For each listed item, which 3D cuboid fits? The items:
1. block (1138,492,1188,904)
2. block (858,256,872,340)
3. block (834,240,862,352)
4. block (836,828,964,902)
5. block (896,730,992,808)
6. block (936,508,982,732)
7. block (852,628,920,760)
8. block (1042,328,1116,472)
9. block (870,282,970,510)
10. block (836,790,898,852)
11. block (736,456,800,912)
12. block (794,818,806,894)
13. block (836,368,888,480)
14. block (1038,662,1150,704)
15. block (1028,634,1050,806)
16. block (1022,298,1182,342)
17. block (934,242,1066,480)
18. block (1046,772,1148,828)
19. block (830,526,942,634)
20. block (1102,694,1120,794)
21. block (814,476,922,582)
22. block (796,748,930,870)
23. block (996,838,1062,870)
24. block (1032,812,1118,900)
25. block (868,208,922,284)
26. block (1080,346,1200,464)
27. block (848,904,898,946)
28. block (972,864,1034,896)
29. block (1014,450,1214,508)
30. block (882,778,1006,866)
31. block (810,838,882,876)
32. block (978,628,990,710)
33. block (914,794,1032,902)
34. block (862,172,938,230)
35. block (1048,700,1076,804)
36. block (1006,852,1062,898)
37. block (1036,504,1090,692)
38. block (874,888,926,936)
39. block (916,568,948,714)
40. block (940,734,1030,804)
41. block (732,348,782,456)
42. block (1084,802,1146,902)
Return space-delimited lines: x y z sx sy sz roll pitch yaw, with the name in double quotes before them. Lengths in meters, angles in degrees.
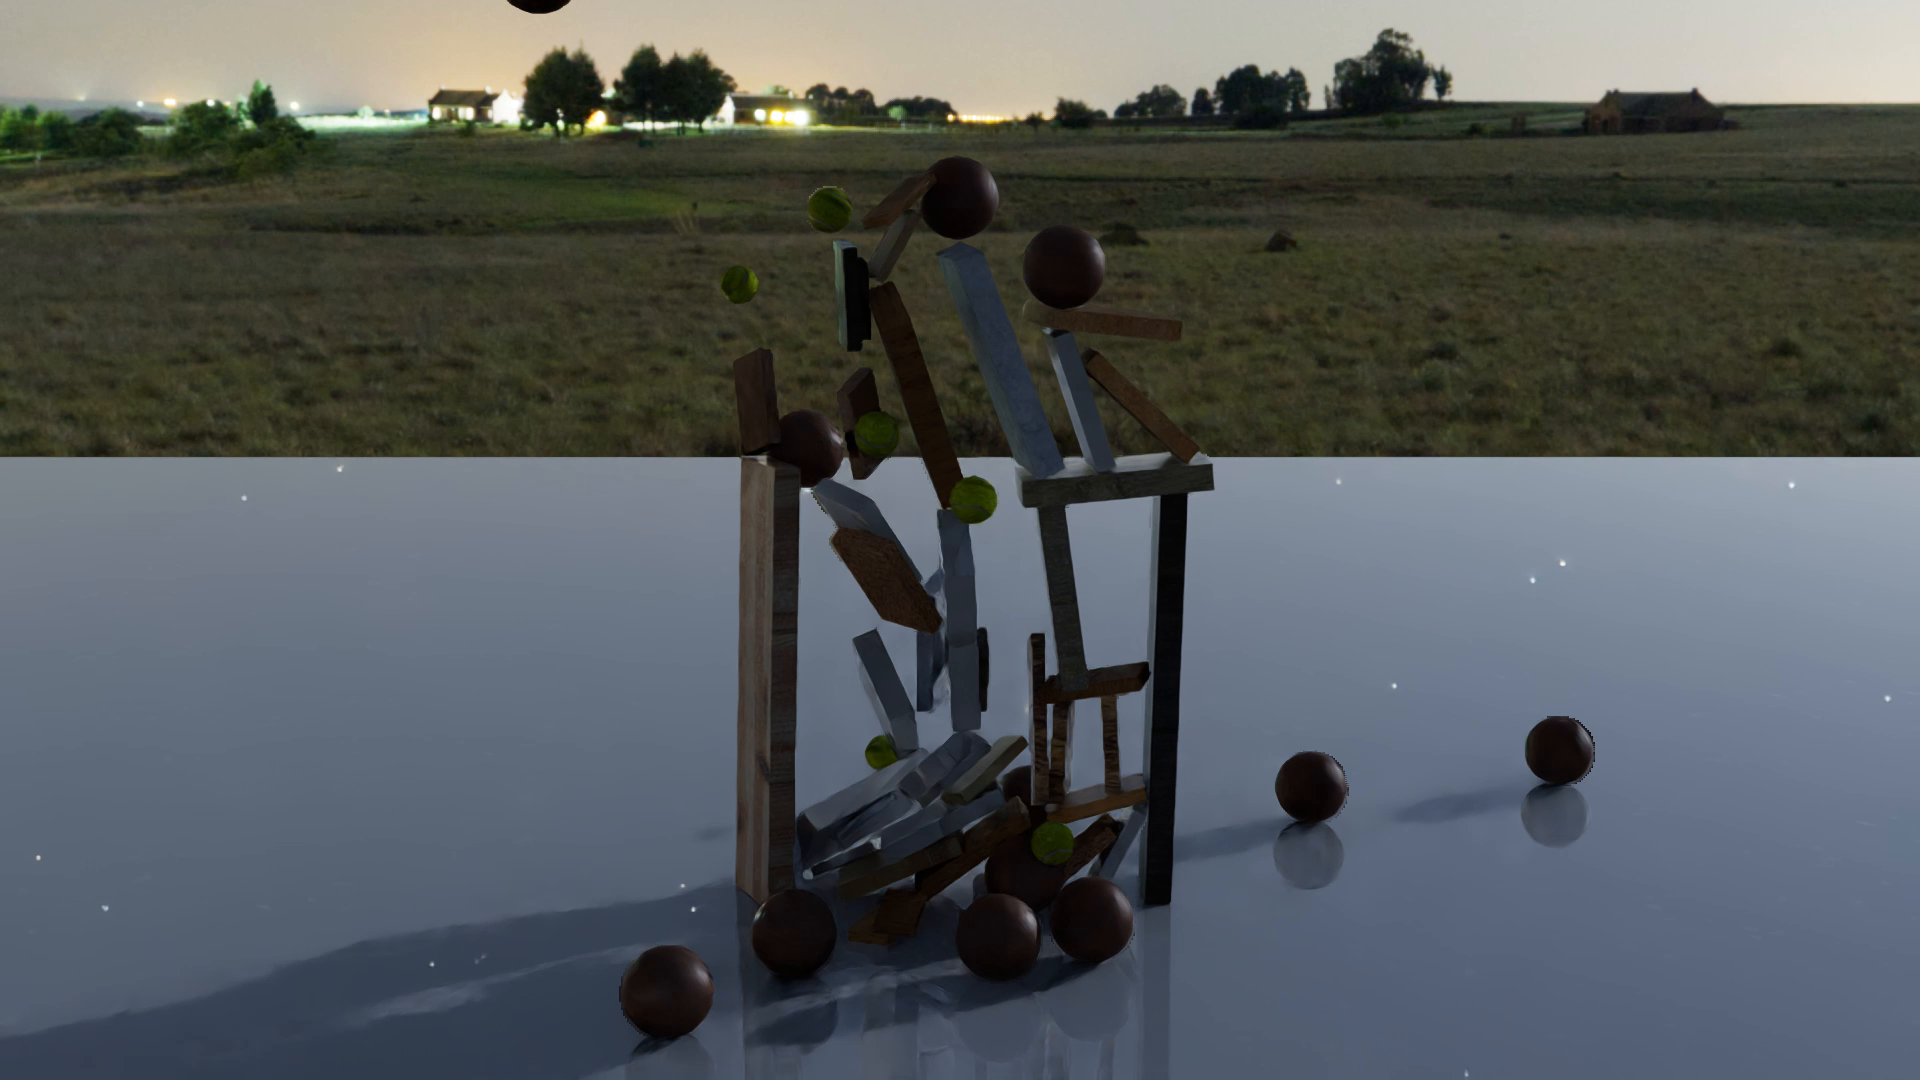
"block" 0.334 0.248 3.629 0.043 0.686 0.151 1 11 0
"block" -0.154 -0.375 3.411 0.017 0.121 0.060 -6 16 -11
"block" -0.174 -0.379 3.401 0.023 0.159 0.080 -6 18 -12
"block" -0.098 0.533 3.663 0.215 0.030 0.108 -23 9 5
"block" -0.027 0.376 3.648 0.152 0.022 0.076 -40 30 -14
"block" -0.001 0.129 3.500 0.046 0.326 0.163 -4 39 -2
"block" -0.123 0.270 3.754 0.044 0.154 0.308 -24 -18 -7
"block" 0.189 -0.226 3.497 0.032 0.227 0.113 -20 14 -3
"block" -0.066 -0.226 3.445 0.046 0.326 0.163 -20 31 -2
"block" -0.158 0.478 3.736 0.122 0.017 0.061 -36 -20 -18
"block" -0.316 0.233 3.597 0.044 0.727 0.154 -3 11 -25
"block" -0.288 0.524 3.663 0.017 0.121 0.061 -9 3 -35
"block" -0.154 -0.184 3.486 0.023 0.159 0.080 9 38 26
"block" 0.220 0.234 3.594 0.168 0.024 0.084 -10 11 19
"block" 0.129 0.299 3.652 0.022 0.278 0.076 0 -12 -4
"block" 0.226 -0.350 3.500 0.227 0.032 0.113 3 12 -24
"block" 0.063 -0.284 3.474 0.046 0.368 0.163 -24 16 -6
"block" 0.225 0.430 3.635 0.167 0.024 0.084 -16 10 4
"block" -0.115 0.065 3.485 0.107 0.214 0.030 15 61 35
"block" 0.248 0.324 3.615 0.024 0.168 0.084 -2 12 5
"block" -0.145 -0.009 3.488 0.107 0.214 0.030 26 69 38
"block" -0.181 0.471 3.787 0.308 0.154 0.044 -23 65 -45
"block" 0.116 0.523 3.662 0.104 0.015 0.052 -16 10 15
"block" 0.191 0.526 3.658 0.167 0.024 0.084 -41 7 8
"block" -0.105 -0.457 3.400 0.017 0.121 0.060 28 3 -26
"block" 0.281 -0.217 3.511 0.227 0.032 0.113 42 3 -12
"block" -0.122 0.612 3.503 0.065 0.018 0.130 4 11 21
"block" 0.072 0.559 3.673 0.104 0.015 0.052 -24 9 9
"block" 0.245 -0.099 3.536 0.302 0.043 0.151 -6 11 -2
"block" -0.028 0.461 3.650 0.215 0.030 0.108 -28 9 2
"block" -0.188 0.538 3.731 0.122 0.017 0.061 -26 -9 24
"block" 0.035 0.214 3.618 0.018 0.130 0.065 -1 44 -3
"block" 0.020 0.512 3.661 0.215 0.030 0.108 -36 8 4
"block" -0.093 -0.521 3.381 0.060 0.017 0.121 -1 38 50
"block" 0.169 0.343 3.637 0.024 0.168 0.084 6 15 11
"block" 0.123 0.553 3.666 0.104 0.015 0.052 -35 7 8
"block" 0.164 0.080 3.566 0.043 0.302 0.151 -8 11 1
"block" -0.095 0.591 3.504 0.065 0.018 0.130 8 13 5
"block" -0.040 0.167 3.651 0.030 0.214 0.107 9 25 17
"block" 0.040 0.382 3.650 0.152 0.022 0.076 -41 12 -26
"block" -0.330 -0.223 3.576 0.023 0.159 0.080 2 -14 -40
"block" 0.258 0.512 3.652 0.024 0.167 0.084 27 10 -3
